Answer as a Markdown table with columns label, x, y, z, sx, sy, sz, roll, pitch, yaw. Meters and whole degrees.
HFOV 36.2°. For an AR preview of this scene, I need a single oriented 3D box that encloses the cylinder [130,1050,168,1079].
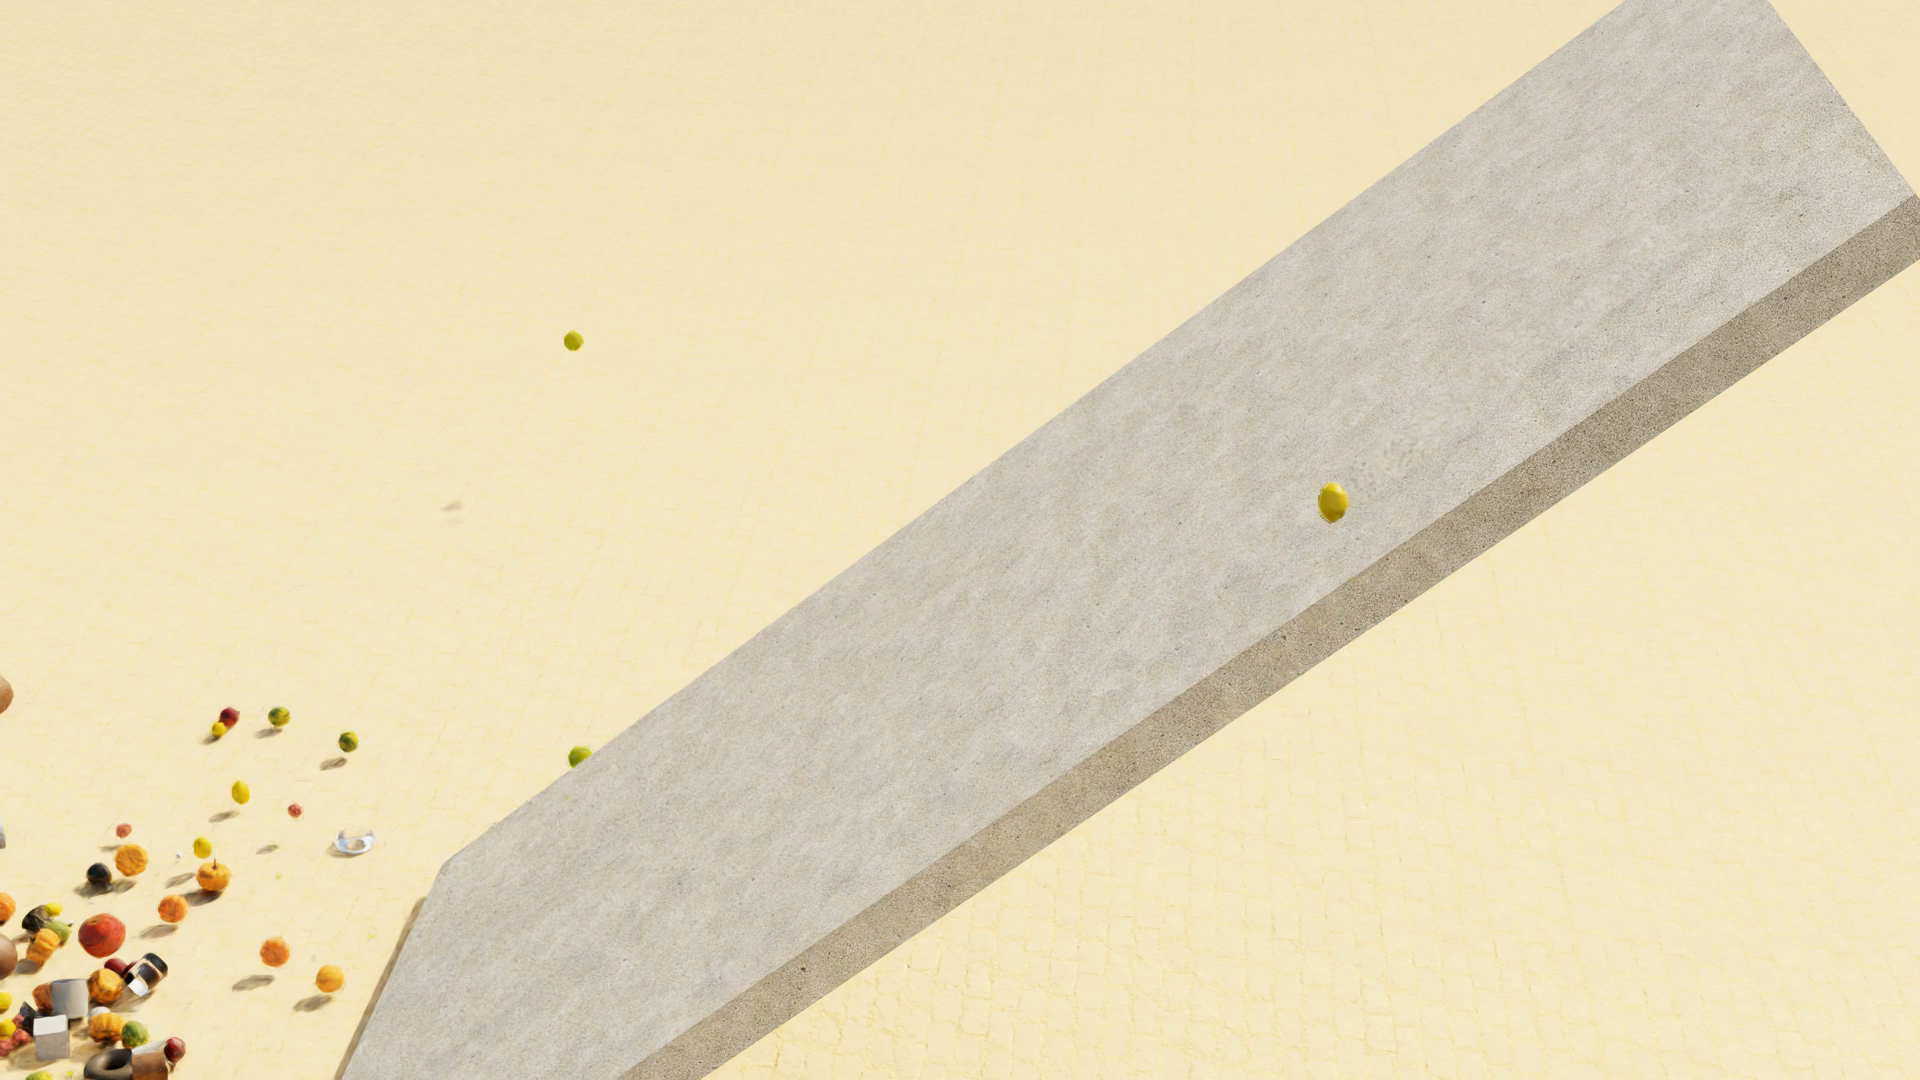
| label | x | y | z | sx | sy | sz | roll | pitch | yaw |
| --- | --- | --- | --- | --- | --- | --- | --- | --- | --- |
| cylinder | -1.922 | 1.253 | 6.971 | 0.076 | 0.076 | 0.076 | -6 | 24 | -21 |

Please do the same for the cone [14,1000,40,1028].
| label | x | y | z | sx | sy | sz | roll | pitch | yaw |
| --- | --- | --- | --- | --- | --- | --- | --- | --- | --- |
| cone | -2.312 | 1.163 | 7.282 | 0.061 | 0.061 | 0.061 | 0 | 24 | 0 |

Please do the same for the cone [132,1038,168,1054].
| label | x | y | z | sx | sy | sz | roll | pitch | yaw |
| --- | --- | --- | --- | --- | --- | --- | --- | --- | --- |
| cone | -1.935 | 1.225 | 7.077 | 0.078 | 0.078 | 0.078 | -43 | 31 | 0 |

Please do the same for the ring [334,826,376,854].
| label | x | y | z | sx | sy | sz | roll | pitch | yaw |
| --- | --- | --- | --- | --- | --- | --- | --- | --- | --- |
| ring | -1.662 | 0.825 | 8.085 | 0.112 | 0.037 | 0.112 | 0 | 25 | 0 |

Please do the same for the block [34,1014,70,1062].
| label | x | y | z | sx | sy | sz | roll | pitch | yaw |
| --- | --- | --- | --- | --- | --- | --- | --- | --- | --- |
| block | -2.209 | 1.212 | 7.154 | 0.075 | 0.075 | 0.075 | -6 | 24 | -13 |

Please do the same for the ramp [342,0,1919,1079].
| label | x | y | z | sx | sy | sz | roll | pitch | yaw |
| --- | --- | --- | --- | --- | --- | --- | --- | --- | --- |
| ramp | 0.121 | 0.185 | 6.340 | 4.000 | 0.100 | 2.000 | -36 | 16 | 18 |

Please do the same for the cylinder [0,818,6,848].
| label | x | y | z | sx | sy | sz | roll | pitch | yaw |
| --- | --- | --- | --- | --- | --- | --- | --- | --- | --- |
| cylinder | -2.670 | 0.806 | 8.053 | 0.093 | 0.093 | 0.093 | -10 | 26 | -25 |

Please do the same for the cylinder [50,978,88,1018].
| label | x | y | z | sx | sy | sz | roll | pitch | yaw |
| --- | --- | --- | --- | --- | --- | --- | --- | --- | --- |
| cylinder | -2.204 | 1.133 | 7.277 | 0.087 | 0.087 | 0.087 | -2 | 0 | 0 |

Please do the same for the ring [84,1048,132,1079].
| label | x | y | z | sx | sy | sz | roll | pitch | yaw |
| --- | --- | --- | --- | --- | --- | --- | --- | --- | --- |
| ring | -2.027 | 1.270 | 7.055 | 0.148 | 0.049 | 0.148 | -1 | 23 | 0 |

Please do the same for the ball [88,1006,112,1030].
| label | x | y | z | sx | sy | sz | roll | pitch | yaw |
| --- | --- | --- | --- | --- | --- | --- | --- | --- | --- |
| ball | -2.120 | 1.178 | 7.252 | 0.057 | 0.057 | 0.057 | 0 | 24 | 0 |

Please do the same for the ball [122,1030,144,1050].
| label | x | y | z | sx | sy | sz | roll | pitch | yaw |
| --- | --- | --- | --- | --- | --- | --- | --- | --- | --- |
| ball | -2.015 | 1.221 | 7.161 | 0.051 | 0.051 | 0.051 | 0 | 24 | 0 |

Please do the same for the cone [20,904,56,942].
| label | x | y | z | sx | sy | sz | roll | pitch | yaw |
| --- | --- | --- | --- | --- | --- | --- | --- | --- | --- |
| cone | -2.378 | 1.012 | 7.652 | 0.091 | 0.091 | 0.091 | -23 | 60 | -41 |
